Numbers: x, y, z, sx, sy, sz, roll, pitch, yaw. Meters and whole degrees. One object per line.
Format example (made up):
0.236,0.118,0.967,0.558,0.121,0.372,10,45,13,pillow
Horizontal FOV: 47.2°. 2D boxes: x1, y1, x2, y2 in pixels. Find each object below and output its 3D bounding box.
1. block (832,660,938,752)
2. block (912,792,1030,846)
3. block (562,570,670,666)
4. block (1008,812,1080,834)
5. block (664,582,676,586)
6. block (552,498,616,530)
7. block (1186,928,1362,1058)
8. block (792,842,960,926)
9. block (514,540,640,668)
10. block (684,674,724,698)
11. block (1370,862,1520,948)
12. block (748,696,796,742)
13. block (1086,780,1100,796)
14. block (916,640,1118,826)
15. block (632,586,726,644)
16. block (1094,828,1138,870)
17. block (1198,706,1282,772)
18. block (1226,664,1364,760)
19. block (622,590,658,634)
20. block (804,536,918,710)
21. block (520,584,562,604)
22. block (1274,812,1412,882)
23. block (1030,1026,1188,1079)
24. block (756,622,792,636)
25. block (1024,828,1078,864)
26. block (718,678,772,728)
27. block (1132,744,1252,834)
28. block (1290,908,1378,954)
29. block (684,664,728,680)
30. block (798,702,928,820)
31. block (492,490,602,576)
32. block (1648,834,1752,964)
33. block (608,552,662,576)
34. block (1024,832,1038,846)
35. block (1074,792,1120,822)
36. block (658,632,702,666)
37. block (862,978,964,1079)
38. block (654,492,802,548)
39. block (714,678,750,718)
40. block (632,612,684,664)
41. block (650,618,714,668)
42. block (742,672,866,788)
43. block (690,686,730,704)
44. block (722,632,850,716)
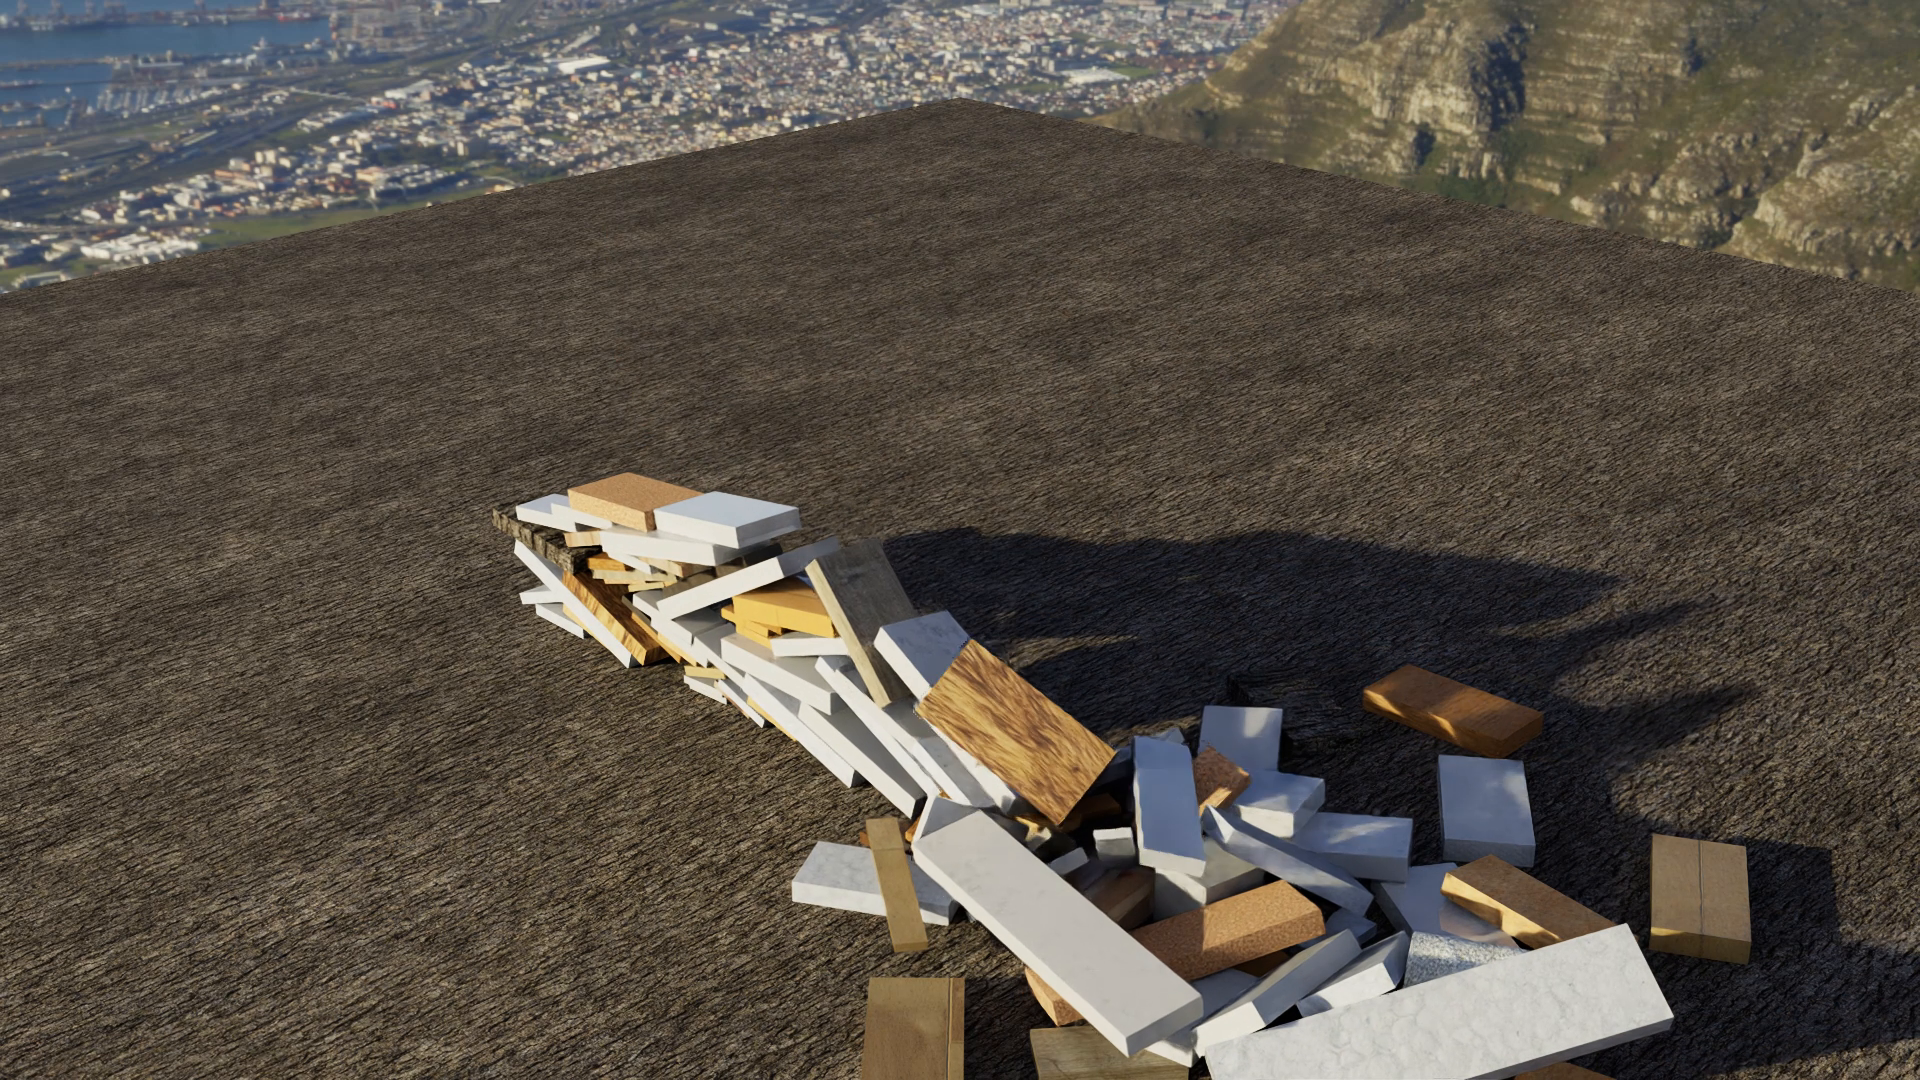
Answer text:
-0.122,0.330,4.468,0.258,0.037,0.129,40,43,20,block
0.021,0.562,4.188,0.209,0.104,0.030,20,0,-22,block
-0.765,0.154,5.132,0.163,0.046,0.327,-20,50,-40,block
0.147,0.543,4.322,0.164,0.023,0.082,15,25,42,block
-0.629,0.084,5.011,0.050,0.014,0.101,-21,1,21,block
-0.828,-0.069,5.079,0.229,0.032,0.114,12,25,43,block
0.528,0.756,3.680,0.318,0.045,0.159,-21,-13,-48,block
-0.148,0.650,4.173,0.307,0.043,0.153,6,24,15,block
-0.855,0.123,5.215,0.163,0.046,0.465,-21,50,-41,block
-0.556,0.319,4.942,0.121,0.017,0.061,18,29,37,block
0.893,0.706,4.037,0.166,0.047,0.331,-4,23,-10,block
-0.382,0.375,4.795,0.155,0.022,0.077,35,38,29,block
0.233,0.434,4.499,0.031,0.109,0.218,-38,12,9,block
0.106,0.365,4.178,0.350,0.175,0.050,38,-4,11,block
-0.637,0.163,4.983,0.203,0.029,0.101,30,37,33,block
0.290,0.574,4.084,0.070,0.140,0.020,-6,57,6,block
0.577,0.458,4.559,0.166,0.047,0.331,2,30,11,block
0.730,0.373,4.821,0.166,0.047,0.331,-7,24,-17,block
-0.706,0.163,5.054,0.070,0.020,0.140,-23,51,-42,block
-0.168,0.167,4.469,0.164,0.328,0.046,-21,-12,-40,block
-0.972,0.124,5.331,0.098,0.028,0.196,-22,12,-41,block
0.689,0.583,4.230,0.346,0.049,0.173,3,19,14,block
0.248,0.863,3.683,0.247,0.035,0.124,-2,23,-6,block
-0.403,0.161,4.728,0.075,0.021,0.149,-20,30,-39,block
0.168,0.583,4.157,0.020,0.070,0.140,52,8,27,block
-0.454,0.348,4.849,0.077,0.022,0.155,-21,50,-42,block
0.448,0.509,4.250,0.221,0.031,0.111,-44,50,-11,block
0.683,0.727,4.019,0.158,0.022,0.079,-21,31,-40,block
-0.540,0.285,4.917,0.077,0.022,0.155,-20,13,-38,block
-0.151,0.423,4.571,0.180,0.051,0.359,-21,47,-40,block
-0.956,-0.021,5.257,0.327,0.046,0.163,27,34,37,block
1.384,0.669,4.123,0.172,0.049,0.344,7,24,15,block
-0.708,0.032,4.961,0.092,0.026,0.184,-21,25,-34,block
0.143,0.576,4.296,0.082,0.023,0.164,-11,20,-23,block
0.258,0.545,4.454,0.121,0.017,0.060,-10,25,-22,block
-0.612,0.236,4.973,0.070,0.020,0.140,-20,39,-40,block
-0.076,0.851,3.696,0.166,0.047,0.332,0,23,1,block
-0.504,-0.045,4.744,0.162,0.046,0.325,-19,19,-36,block
-0.483,0.344,4.875,0.061,0.017,0.122,-22,50,-42,block
-0.669,0.211,5.039,0.070,0.020,0.178,-22,51,-41,block
-0.595,0.214,4.963,0.101,0.029,0.203,-20,41,-40,block
-0.279,0.374,4.686,0.180,0.051,0.359,-21,47,-40,block
-0.545,0.334,4.951,0.121,0.017,0.061,19,30,38,block
-0.326,0.262,4.690,0.180,0.051,0.359,-21,31,-40,block
